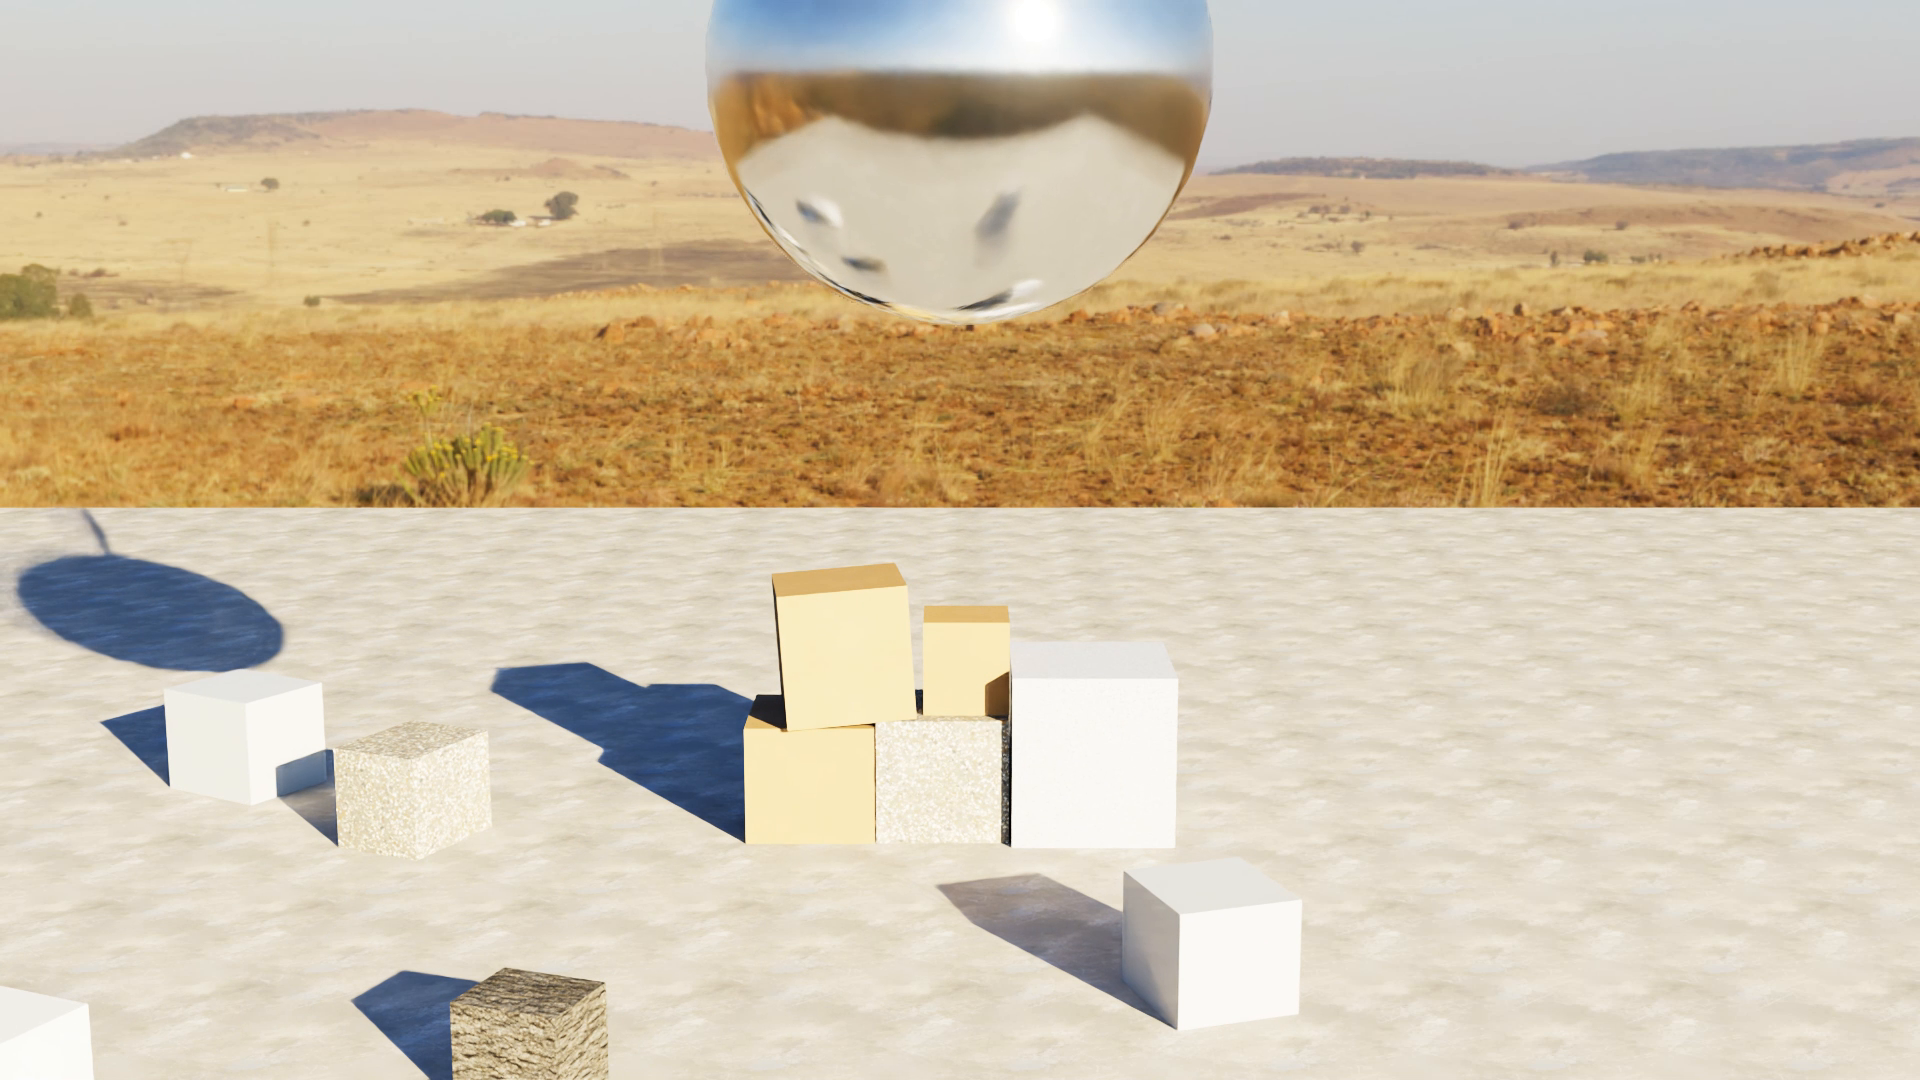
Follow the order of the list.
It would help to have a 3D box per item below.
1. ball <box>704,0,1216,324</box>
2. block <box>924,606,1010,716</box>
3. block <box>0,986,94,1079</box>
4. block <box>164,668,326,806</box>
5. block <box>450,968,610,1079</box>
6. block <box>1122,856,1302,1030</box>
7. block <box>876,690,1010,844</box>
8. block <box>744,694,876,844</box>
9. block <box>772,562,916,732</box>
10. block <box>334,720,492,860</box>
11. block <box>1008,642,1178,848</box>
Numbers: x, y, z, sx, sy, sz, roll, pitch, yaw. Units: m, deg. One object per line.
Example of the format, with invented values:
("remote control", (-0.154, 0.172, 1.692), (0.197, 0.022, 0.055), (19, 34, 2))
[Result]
("ball", (0.000, -1.482, 6.927), (1.600, 1.600, 1.600), (0, 10, 0))
("block", (0.032, 0.615, 11.301), (0.435, 0.479, 0.419), (0, 10, 0))
("block", (-3.387, 1.903, 7.407), (0.652, 0.606, 0.591), (5, 11, 24))
("block", (-3.927, 1.074, 12.096), (0.634, 0.560, 0.538), (6, 12, 30))
("block", (-1.598, 1.869, 8.186), (0.440, 0.393, 0.372), (4, 11, 20))
("block", (1.032, 1.657, 9.089), (0.536, 0.487, 0.571), (-4, 11, -19))
("block", (-0.088, 1.162, 11.399), (0.669, 0.634, 0.662), (0, 10, 0))
("block", (-0.756, 1.178, 11.407), (0.652, 0.601, 0.698), (0, 10, 0))
("block", (-0.600, 0.535, 11.231), (0.647, 0.682, 0.634), (-5, 10, -6))
("block", (-2.776, 1.263, 11.180), (0.489, 0.515, 0.602), (5, 11, 25))
("block", (0.670, 1.044, 11.377), (0.820, 0.875, 0.822), (0, 10, 0))
